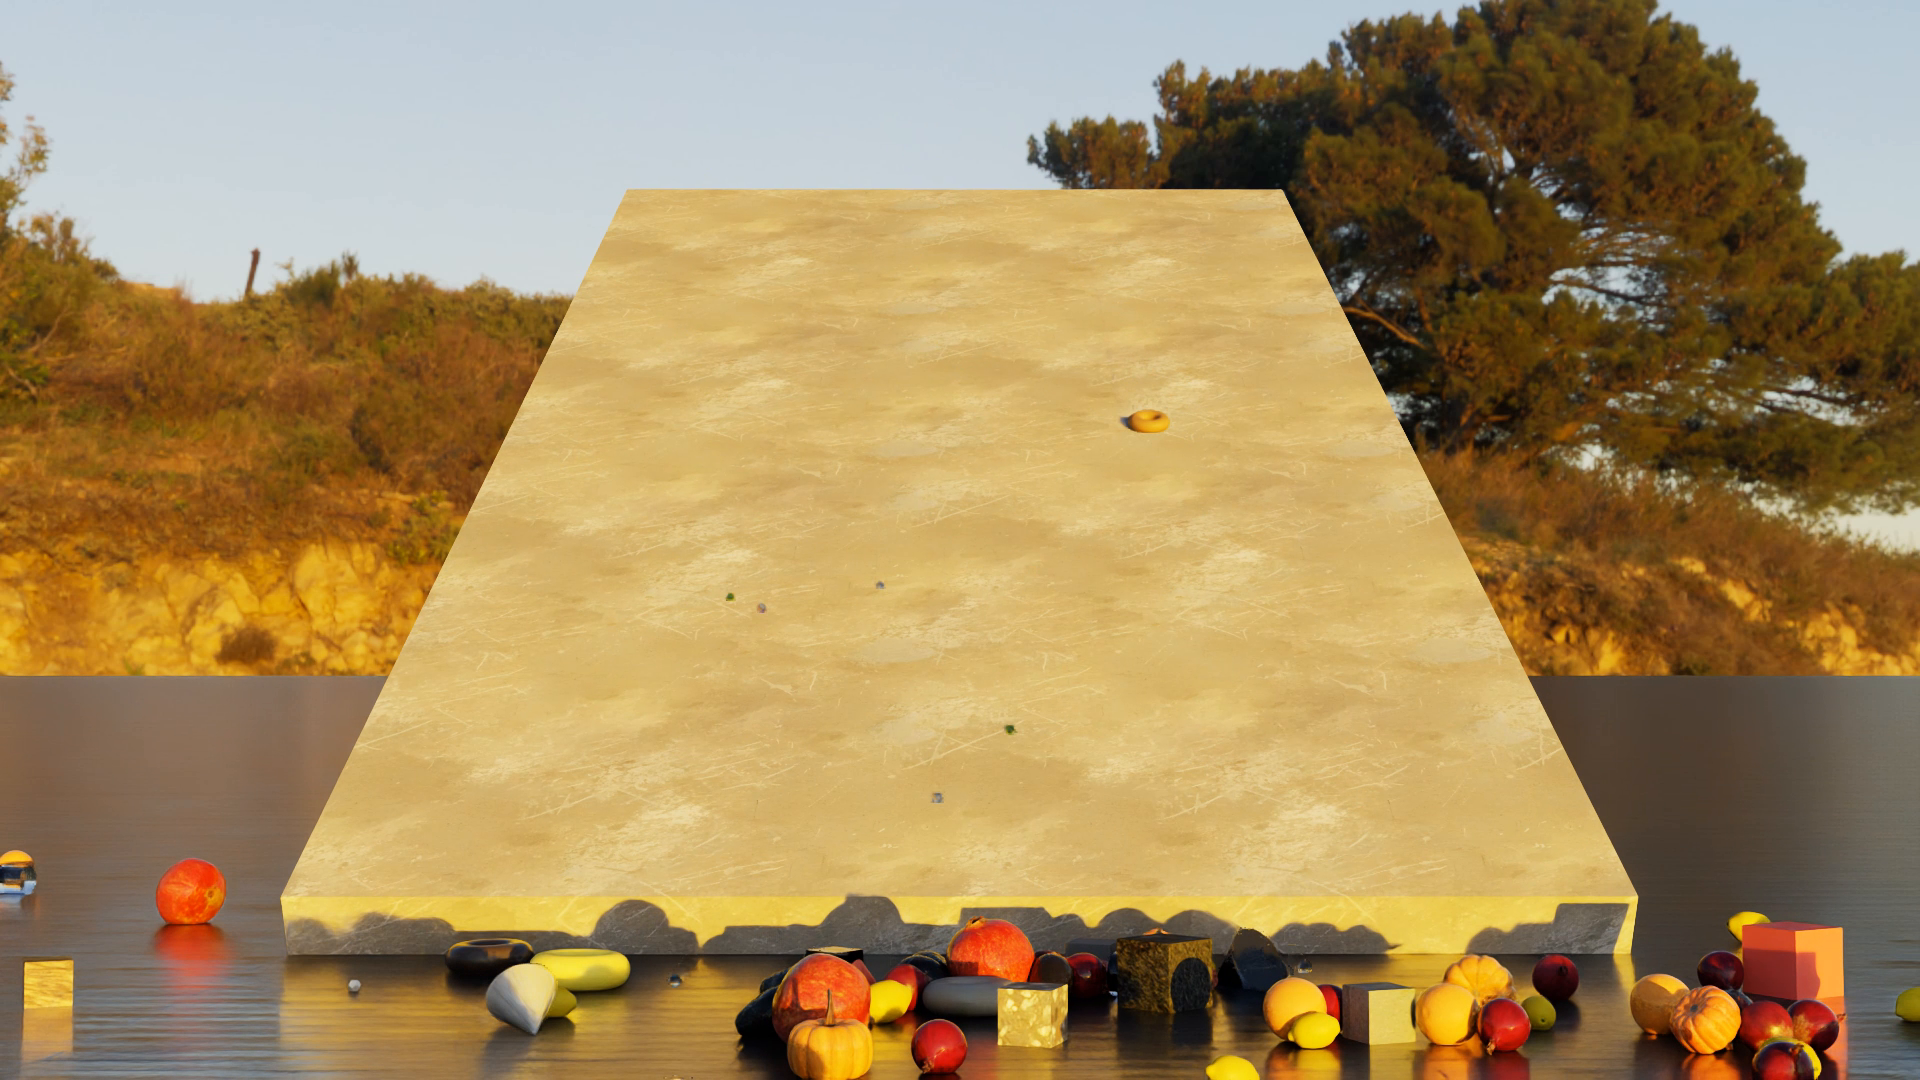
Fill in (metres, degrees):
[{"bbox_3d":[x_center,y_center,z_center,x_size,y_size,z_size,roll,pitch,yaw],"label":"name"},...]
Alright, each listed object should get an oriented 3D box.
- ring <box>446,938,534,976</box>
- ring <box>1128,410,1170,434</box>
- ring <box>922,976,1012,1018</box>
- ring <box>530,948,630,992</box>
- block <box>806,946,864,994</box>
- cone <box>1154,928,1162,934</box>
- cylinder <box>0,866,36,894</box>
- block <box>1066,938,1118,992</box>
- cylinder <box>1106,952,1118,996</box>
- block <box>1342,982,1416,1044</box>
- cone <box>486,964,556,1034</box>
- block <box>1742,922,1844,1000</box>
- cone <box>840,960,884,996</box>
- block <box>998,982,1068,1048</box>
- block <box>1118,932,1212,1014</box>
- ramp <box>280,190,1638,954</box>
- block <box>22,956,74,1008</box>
[{"bbox_3d":[-0.662,0.586,3.262,0.122,0.041,0.122,-1,-3,0],"label":"ring"},{"bbox_3d":[0.423,-0.265,5.197,0.093,0.031,0.093,-1,25,0],"label":"ring"},{"bbox_3d":[0.014,0.565,2.870,0.122,0.041,0.122,-1,-4,0],"label":"ring"},{"bbox_3d":[-0.510,0.575,3.106,0.137,0.046,0.137,1,-4,0],"label":"ring"},{"bbox_3d":[-0.166,0.569,3.069,0.053,0.053,0.053,-3,-4,41],"label":"block"},{"bbox_3d":[0.241,0.574,3.052,0.094,0.094,0.094,-26,-2,-4],"label":"cone"},{"bbox_3d":[-1.782,0.641,4.372,0.054,0.054,0.054,-2,-4,13],"label":"cylinder"},{"bbox_3d":[0.178,0.566,3.090,0.062,0.062,0.062,-1,-3,19],"label":"block"},{"bbox_3d":[0.228,0.564,3.003,0.057,0.057,0.057,-2,-4,27],"label":"cylinder"},{"bbox_3d":[0.481,0.543,2.663,0.060,0.060,0.060,1,-3,-21],"label":"block"},{"bbox_3d":[-0.508,0.558,2.728,0.084,0.084,0.084,1,23,-24],"label":"cone"},{"bbox_3d":[1.090,0.550,3.036,0.088,0.088,0.088,2,-4,-29],"label":"block"},{"bbox_3d":[-0.120,0.582,3.026,0.052,0.052,0.052,30,-14,-20],"label":"cone"},{"bbox_3d":[0.083,0.540,2.644,0.063,0.063,0.063,-1,-3,20],"label":"block"},{"bbox_3d":[0.258,0.545,2.924,0.085,0.085,0.085,3,-4,-45],"label":"block"},{"bbox_3d":[-0.008,-0.227,5.270,2.000,0.100,4.000,0,24,0],"label":"ramp"},{"bbox_3d":[-1.158,0.560,2.943,0.057,0.057,0.057,1,-4,-25],"label":"block"}]
